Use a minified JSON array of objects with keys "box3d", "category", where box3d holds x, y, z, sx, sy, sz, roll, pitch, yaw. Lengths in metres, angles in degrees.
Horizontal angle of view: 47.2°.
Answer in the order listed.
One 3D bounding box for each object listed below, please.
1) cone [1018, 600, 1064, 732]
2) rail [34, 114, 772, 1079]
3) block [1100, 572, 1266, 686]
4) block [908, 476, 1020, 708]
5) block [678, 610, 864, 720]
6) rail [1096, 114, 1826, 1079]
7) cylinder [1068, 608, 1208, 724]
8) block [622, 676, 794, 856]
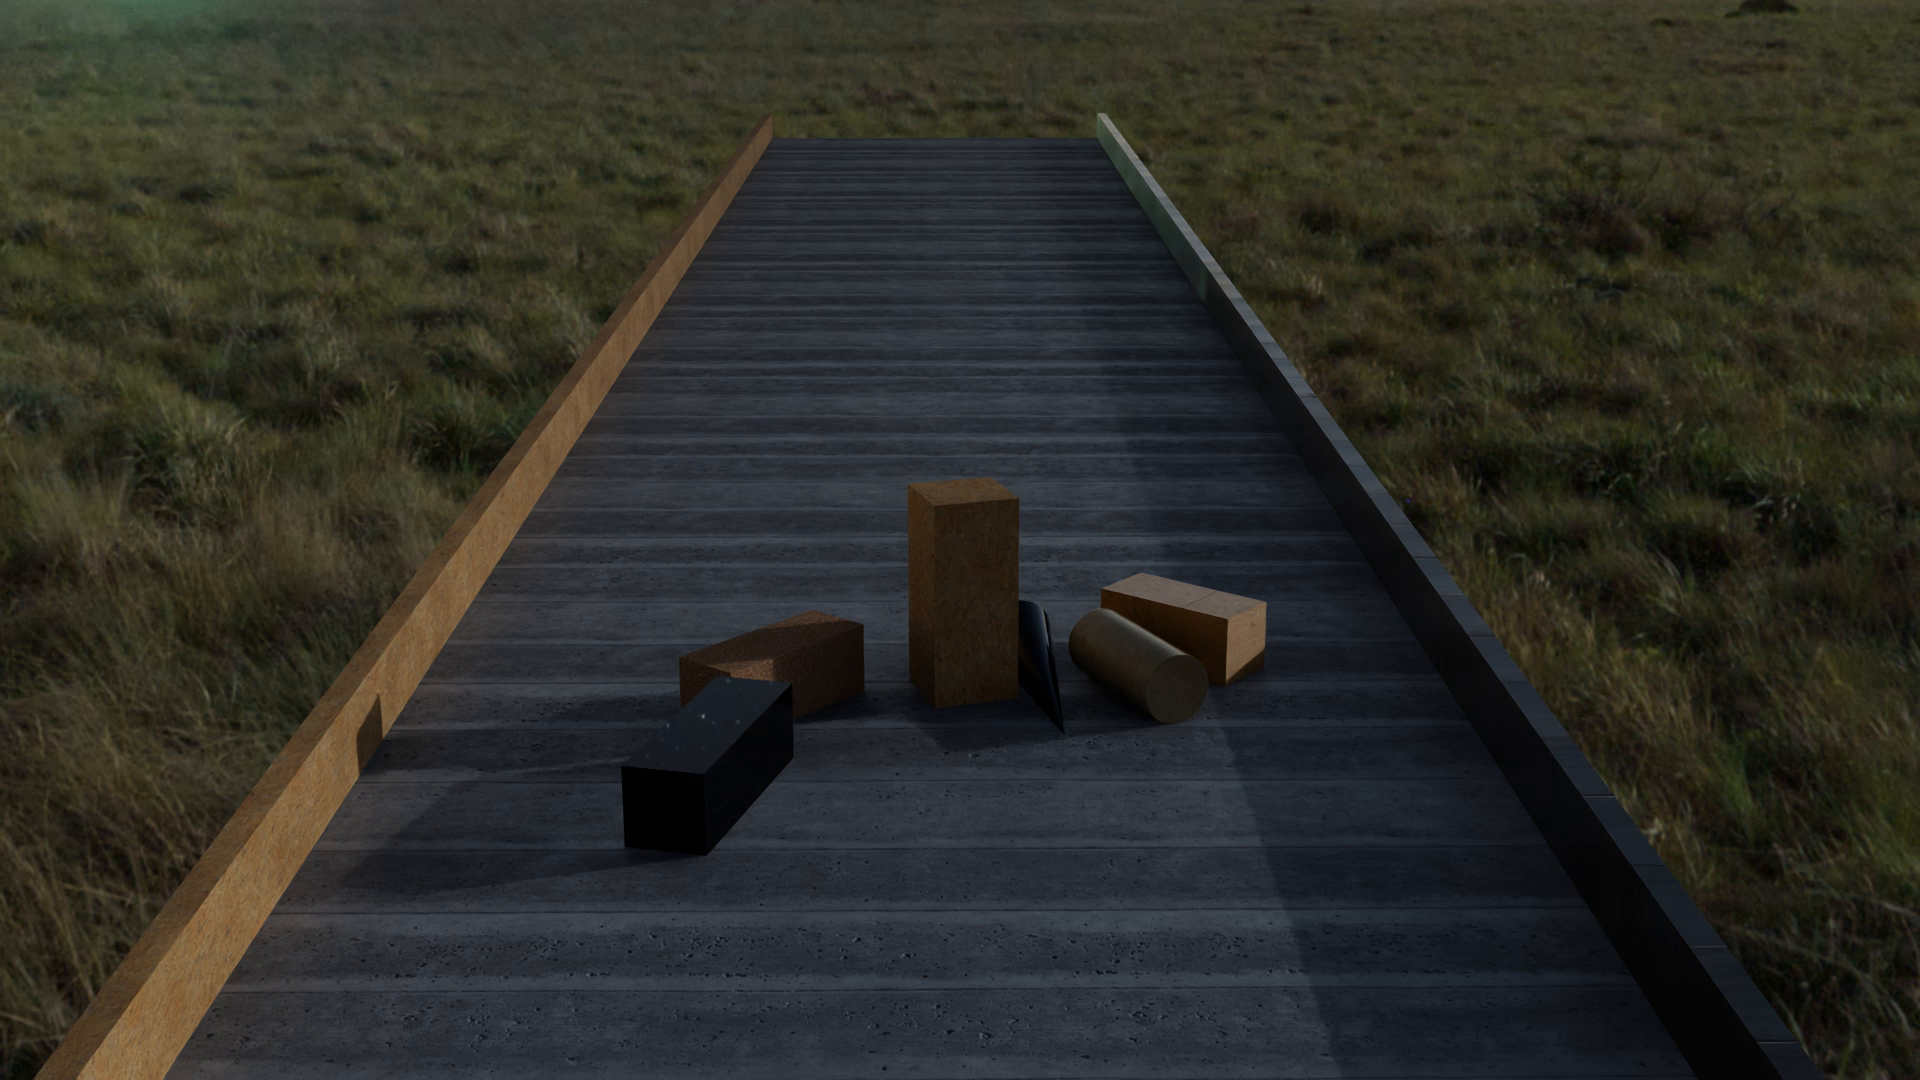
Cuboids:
[{"box3d":[0.153,0.268,4.206,0.136,0.136,0.402,-3,27,-11],"category":"cone"},{"box3d":[-1.118,-0.838,7.780,0.050,0.150,12.000,0,17,-1],"category":"rail"},{"box3d":[0.444,0.176,4.393,0.302,0.138,0.138,13,21,38],"category":"block"},{"box3d":[0.005,0.098,4.201,0.167,0.396,0.167,-5,17,-17],"category":"block"},{"box3d":[-0.350,0.253,4.138,0.136,0.136,0.354,13,21,38],"category":"block"},{"box3d":[0.932,-0.844,7.801,0.050,0.150,12.000,0,17,-1],"category":"rail"},{"box3d":[0.337,0.237,4.194,0.134,0.134,0.303,-8,18,-24],"category":"cylinder"},{"box3d":[-0.419,0.374,3.721,0.141,0.141,0.431,4,17,14],"category":"block"}]
